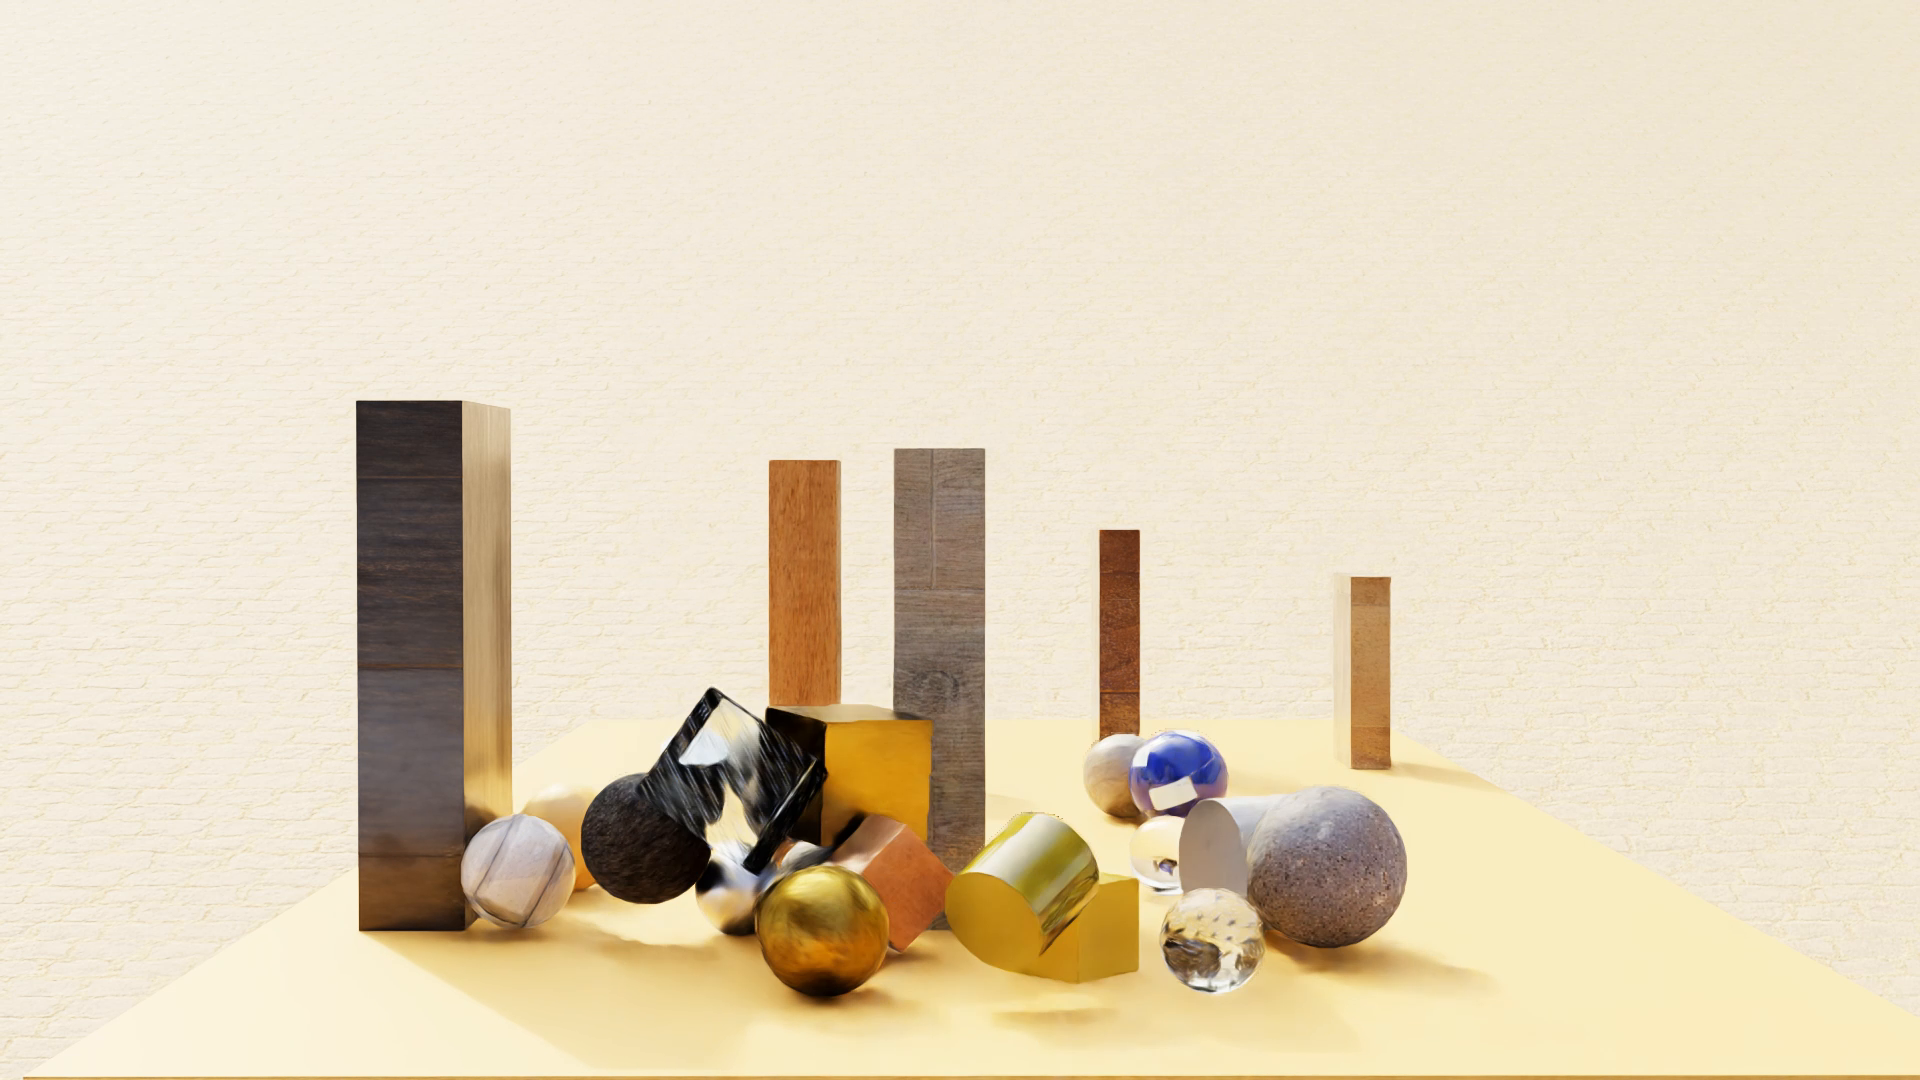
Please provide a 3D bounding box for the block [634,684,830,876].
[{"bbox_3d":[-0.278,0.299,3.183,0.158,0.158,0.158,34,-8,10],"label":"block"}]

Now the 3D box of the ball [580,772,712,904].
[{"bbox_3d":[-0.406,0.386,3.346,0.172,0.172,0.172,0,27,0],"label":"ball"}]

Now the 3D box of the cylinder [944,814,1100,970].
[{"bbox_3d":[0.071,0.401,2.950,0.130,0.130,0.130,16,34,28],"label":"cylinder"}]

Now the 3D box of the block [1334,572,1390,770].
[{"bbox_3d":[0.859,0.276,5.521,0.084,0.404,0.243,0,1,0],"label":"block"}]

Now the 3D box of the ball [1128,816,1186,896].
[{"bbox_3d":[0.300,0.455,3.727,0.116,0.116,0.116,0,27,0],"label":"ball"}]

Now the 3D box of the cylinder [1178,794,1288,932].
[{"bbox_3d":[0.413,0.429,3.437,0.179,0.179,0.179,-1,25,-25],"label":"cylinder"}]

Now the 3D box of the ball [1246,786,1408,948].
[{"bbox_3d":[0.462,0.412,3.250,0.203,0.203,0.203,0,27,0],"label":"ball"}]

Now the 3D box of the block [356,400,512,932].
[{"bbox_3d":[-0.729,0.164,3.608,0.141,0.705,0.371,0,1,0],"label":"block"}]

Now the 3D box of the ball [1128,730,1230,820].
[{"bbox_3d":[0.376,0.413,4.441,0.173,0.173,0.173,0,27,0],"label":"ball"}]

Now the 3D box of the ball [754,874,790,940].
[{"bbox_3d":[-0.199,0.469,3.193,0.111,0.111,0.111,0,27,0],"label":"ball"}]

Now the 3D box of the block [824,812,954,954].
[{"bbox_3d":[-0.092,0.429,3.236,0.113,0.113,0.113,-46,18,-16],"label":"block"}]

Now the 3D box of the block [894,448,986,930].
[{"bbox_3d":[-0.027,0.194,3.643,0.122,0.641,0.435,0,1,0],"label":"block"}]

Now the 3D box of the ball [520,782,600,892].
[{"bbox_3d":[-0.571,0.433,3.772,0.160,0.160,0.160,0,27,0],"label":"ball"}]

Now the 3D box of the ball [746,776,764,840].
[{"bbox_3d":[-0.278,0.435,4.200,0.138,0.138,0.138,0,27,0],"label":"ball"}]

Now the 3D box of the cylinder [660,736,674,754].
[{"bbox_3d":[-0.404,0.369,3.930,0.111,0.111,0.111,6,25,-3],"label":"cylinder"}]

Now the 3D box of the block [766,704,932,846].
[{"bbox_3d":[-0.149,0.305,3.371,0.159,0.159,0.159,1,3,-33],"label":"block"}]

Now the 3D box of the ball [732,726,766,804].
[{"bbox_3d":[-0.340,0.415,4.672,0.161,0.161,0.161,0,27,0],"label":"ball"}]

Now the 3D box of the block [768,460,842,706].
[{"bbox_3d":[-0.326,0.156,5.463,0.141,0.648,0.240,0,1,0],"label":"block"}]

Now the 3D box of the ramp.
[{"bbox_3d":[0.061,0.547,4.583,2.000,0.100,4.000,0,1,0],"label":"ramp"}]

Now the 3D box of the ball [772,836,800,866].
[{"bbox_3d":[-0.238,0.450,3.899,0.120,0.120,0.120,0,27,0],"label":"ball"}]

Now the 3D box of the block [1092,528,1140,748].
[{"bbox_3d":[0.335,0.226,5.580,0.086,0.503,0.317,0,1,0],"label":"block"}]

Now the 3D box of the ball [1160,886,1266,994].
[{"bbox_3d":[0.294,0.466,3.003,0.123,0.123,0.123,0,27,0],"label":"ball"}]

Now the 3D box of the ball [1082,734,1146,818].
[{"bbox_3d":[0.294,0.421,4.611,0.150,0.150,0.150,0,27,0],"label":"ball"}]

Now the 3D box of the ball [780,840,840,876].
[{"bbox_3d":[-0.183,0.458,3.468,0.122,0.122,0.122,0,27,0],"label":"ball"}]

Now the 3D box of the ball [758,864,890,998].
[{"bbox_3d":[-0.157,0.452,2.986,0.152,0.152,0.152,0,27,0],"label":"ball"}]

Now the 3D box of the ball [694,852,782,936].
[{"bbox_3d":[-0.289,0.461,3.394,0.119,0.119,0.119,0,27,0],"label":"ball"}]

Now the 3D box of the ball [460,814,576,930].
[{"bbox_3d":[-0.583,0.438,3.411,0.151,0.151,0.151,0,27,0],"label":"ball"}]

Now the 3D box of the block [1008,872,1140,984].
[{"bbox_3d":[0.138,0.468,3.140,0.114,0.114,0.114,1,2,43],"label":"block"}]
